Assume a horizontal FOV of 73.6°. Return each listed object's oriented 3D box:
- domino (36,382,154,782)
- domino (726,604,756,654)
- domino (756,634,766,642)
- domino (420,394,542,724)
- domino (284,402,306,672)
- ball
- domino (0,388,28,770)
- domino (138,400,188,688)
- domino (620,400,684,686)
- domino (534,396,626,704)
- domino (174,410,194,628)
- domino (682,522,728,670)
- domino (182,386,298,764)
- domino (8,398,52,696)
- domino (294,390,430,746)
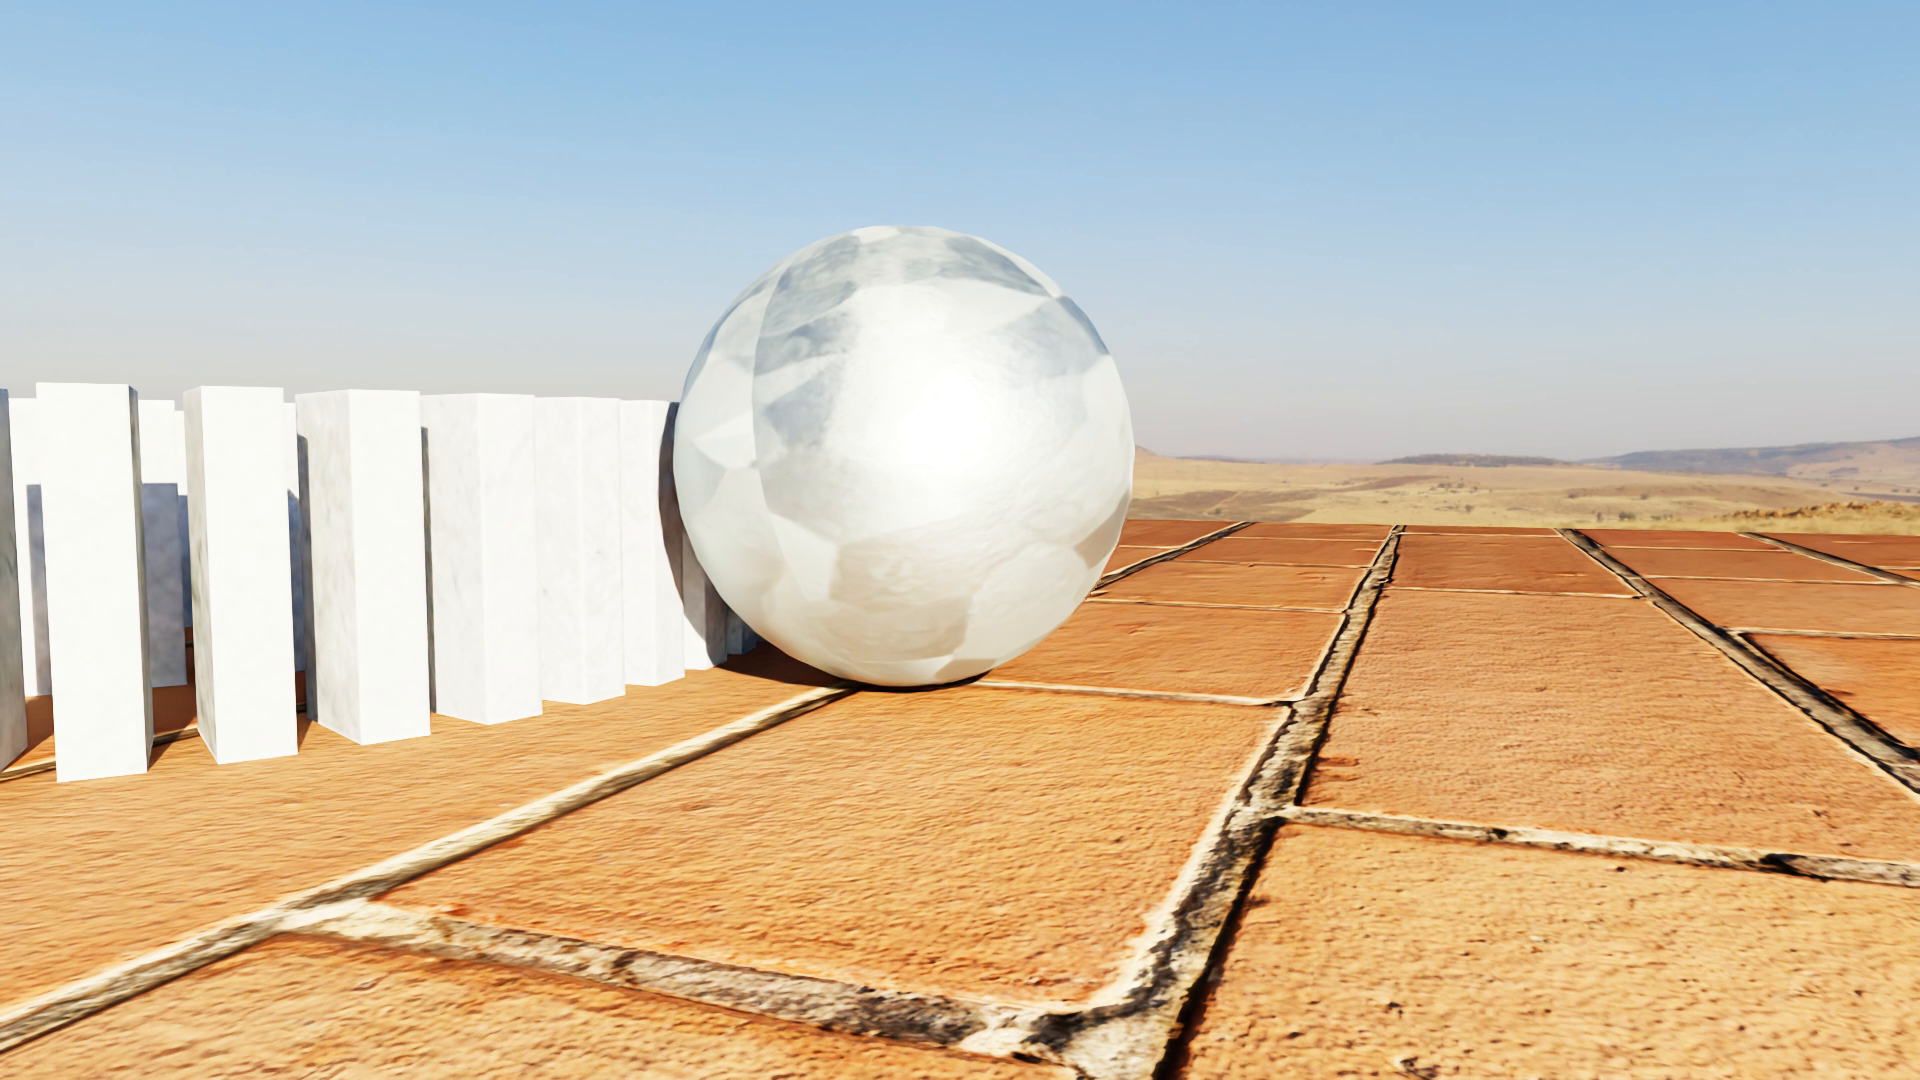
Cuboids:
[{"bbox_3d":[-0.116,0.005,0.173,0.009,0.050,0.025,-2,5,-30],"label":"domino"},{"bbox_3d":[-0.056,-0.002,0.264,0.025,0.050,0.009,1,4,8],"label":"domino"},{"bbox_3d":[-0.054,-0.003,0.280,0.025,0.050,0.009,0,4,2],"label":"domino"},{"bbox_3d":[-0.079,0.002,0.204,0.025,0.050,0.009,3,5,36],"label":"domino"},{"bbox_3d":[-0.136,-0.001,0.244,0.025,0.050,0.009,3,5,36],"label":"domino"},{"bbox_3d":[-0.010,-0.014,0.226,0.080,0.080,0.080,0,4,0],"label":"ball"},{"bbox_3d":[-0.130,0.005,0.165,0.010,0.050,0.025,-2,5,-25],"label":"domino"},{"bbox_3d":[-0.147,0.000,0.233,0.010,0.050,0.025,-3,5,-32],"label":"domino"},{"bbox_3d":[-0.064,0.000,0.232,0.025,0.050,0.010,2,5,20],"label":"domino"},{"bbox_3d":[-0.070,0.001,0.218,0.025,0.050,0.009,2,5,27],"label":"domino"},{"bbox_3d":[-0.186,-0.005,0.307,0.025,0.050,0.009,4,6,42],"label":"domino"},{"bbox_3d":[-0.059,-0.001,0.248,0.025,0.050,0.009,1,4,14],"label":"domino"},{"bbox_3d":[-0.102,0.004,0.182,0.009,0.050,0.025,-3,5,-36],"label":"domino"},{"bbox_3d":[-0.162,0.001,0.226,0.009,0.050,0.025,-1,5,-19],"label":"domino"},{"bbox_3d":[-0.090,0.003,0.192,0.009,0.050,0.025,-4,6,-43],"label":"domino"}]
